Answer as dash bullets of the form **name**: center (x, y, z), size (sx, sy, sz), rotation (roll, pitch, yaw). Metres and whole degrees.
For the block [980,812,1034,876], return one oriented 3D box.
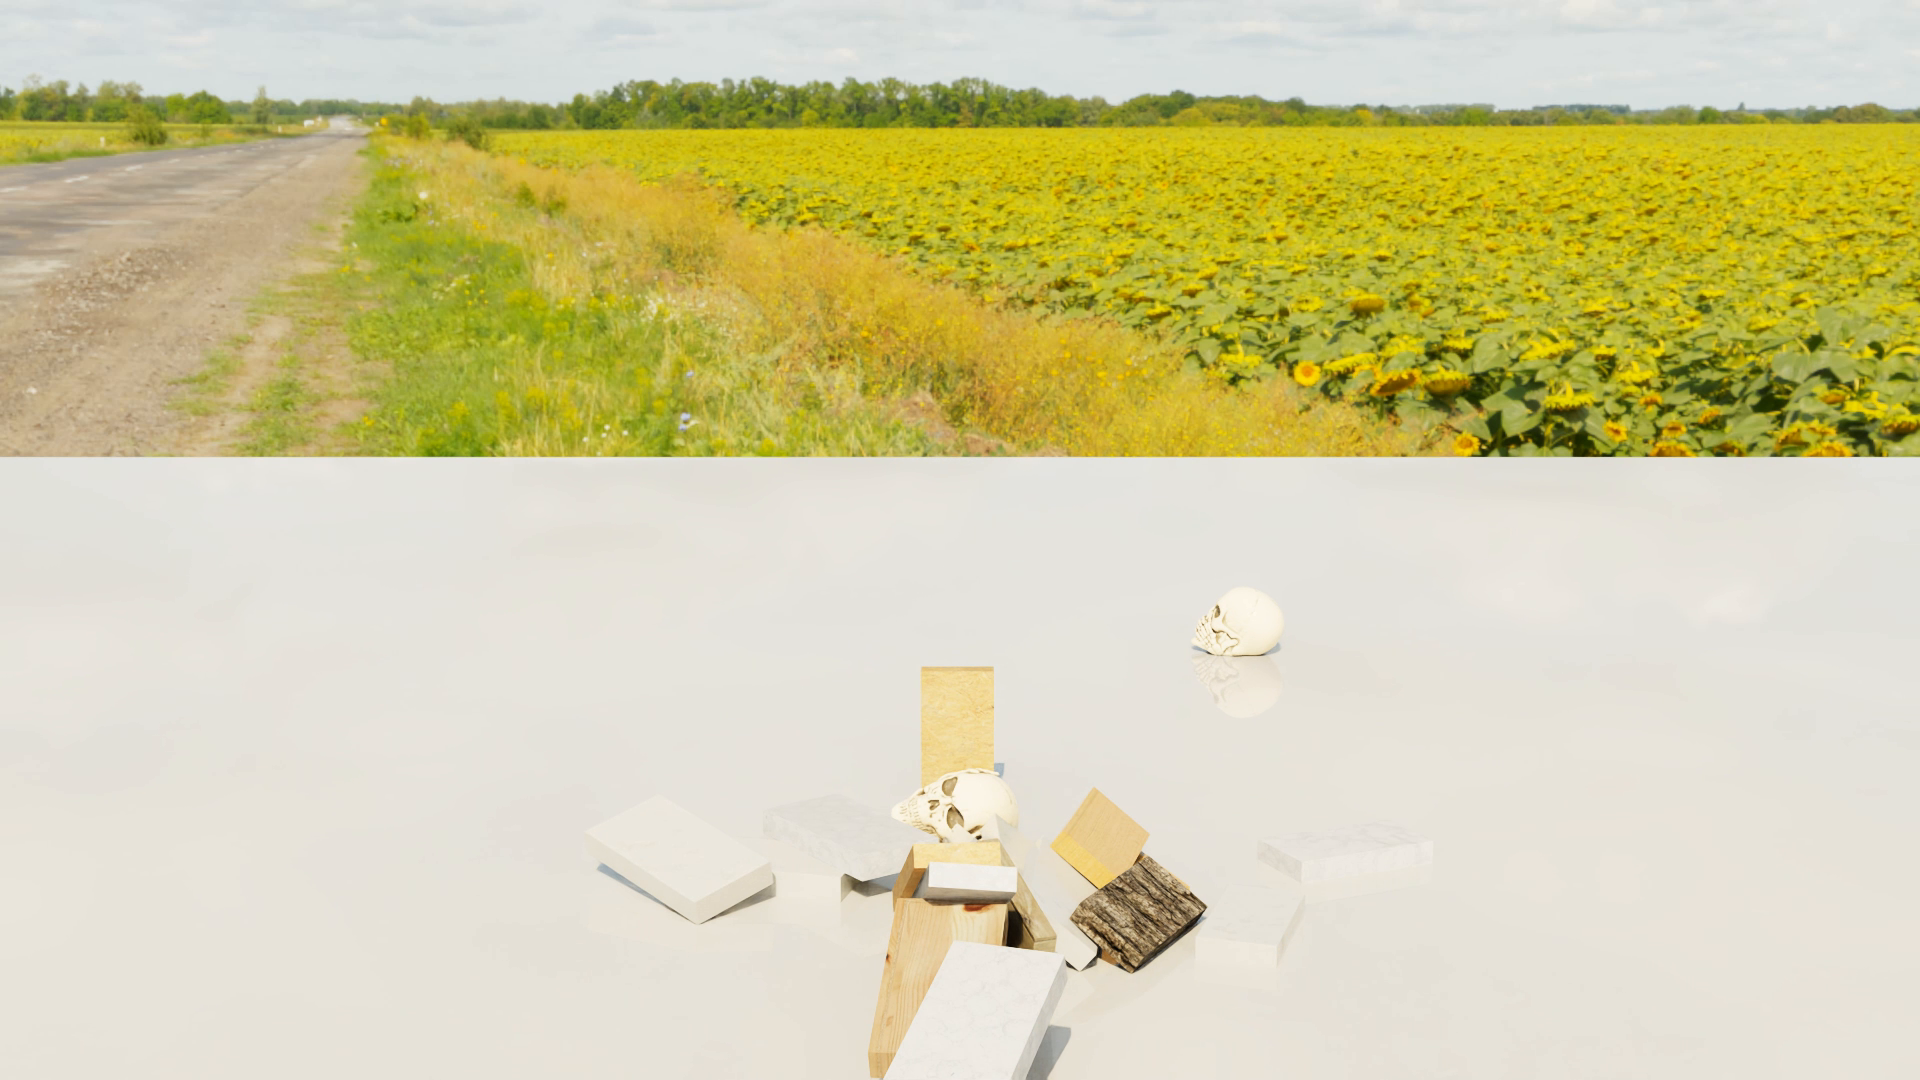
- **block**: center (0.104, 0.543, 3.607), size (0.135, 0.038, 0.269), rotation (39, 7, -8)

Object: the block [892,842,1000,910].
- **block**: center (-0.023, 0.495, 3.218), size (0.122, 0.035, 0.292), rotation (0, -21, -8)

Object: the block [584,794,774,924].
- **block**: center (-0.471, 0.528, 3.665), size (0.155, 0.044, 0.310), rotation (-25, 32, -36)

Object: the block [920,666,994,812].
- **block**: center (-0.005, 0.372, 4.103), size (0.135, 0.270, 0.038), rotation (0, 11, 0)

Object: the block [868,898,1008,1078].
- **block**: center (-0.025, 0.601, 2.967), size (0.155, 0.044, 0.310), rotation (0, 30, 7)

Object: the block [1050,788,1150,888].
- **block**: center (0.235, 0.499, 3.659), size (0.126, 0.036, 0.252), rotation (40, 17, 5)

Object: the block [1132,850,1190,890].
- **block**: center (0.266, 0.565, 3.697), size (0.135, 0.038, 0.270), rotation (-4, 11, -19)

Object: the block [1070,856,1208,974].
- **block**: center (0.282, 0.583, 3.439), size (0.126, 0.036, 0.252), rotation (40, 26, 17)

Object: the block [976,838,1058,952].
- **block**: center (0.077, 0.566, 3.275), size (0.035, 0.122, 0.245), rotation (-4, 29, -20)

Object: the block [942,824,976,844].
- **block**: center (0.029, 0.542, 3.543), size (0.135, 0.038, 0.269), rotation (40, 5, -1)

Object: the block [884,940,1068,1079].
- **block**: center (0.018, 0.634, 2.803), size (0.155, 0.044, 0.310), rotation (4, 30, 19)

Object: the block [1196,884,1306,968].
- **block**: center (0.461, 0.608, 3.474), size (0.126, 0.036, 0.252), rotation (4, 11, 18)

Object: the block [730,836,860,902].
- **block**: center (-0.327, 0.556, 3.734), size (0.311, 0.044, 0.155), rotation (3, 11, 14)

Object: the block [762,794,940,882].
- **block**: center (-0.189, 0.506, 3.761), size (0.155, 0.044, 0.310), rotation (-8, 13, -36)

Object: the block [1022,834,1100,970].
- **block**: center (0.158, 0.566, 3.450), size (0.135, 0.038, 0.269), rotation (40, 14, -3)

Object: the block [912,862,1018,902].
- **block**: center (0.002, 0.510, 3.150), size (0.122, 0.035, 0.245), rotation (5, -22, -6)

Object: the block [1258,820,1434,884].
- **block**: center (0.672, 0.541, 3.829), size (0.270, 0.038, 0.135), rotation (-5, 12, -24)
